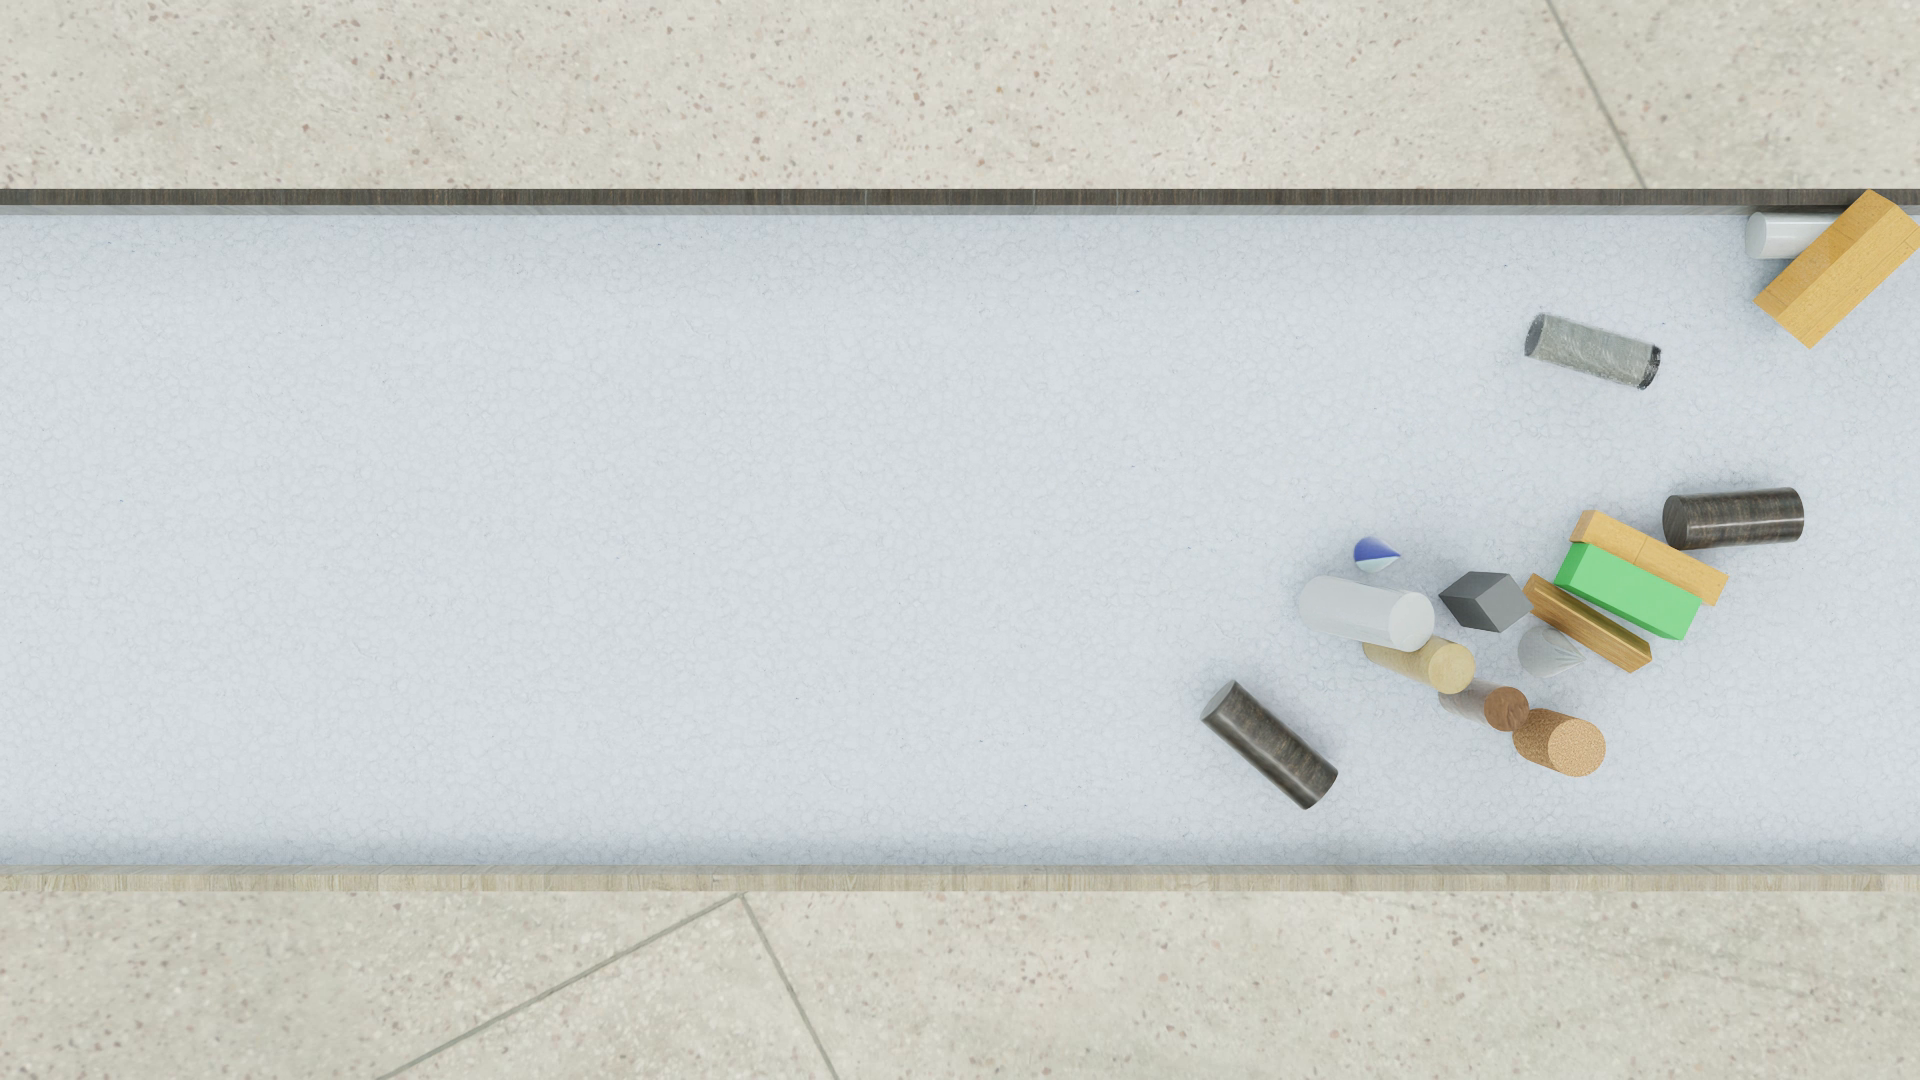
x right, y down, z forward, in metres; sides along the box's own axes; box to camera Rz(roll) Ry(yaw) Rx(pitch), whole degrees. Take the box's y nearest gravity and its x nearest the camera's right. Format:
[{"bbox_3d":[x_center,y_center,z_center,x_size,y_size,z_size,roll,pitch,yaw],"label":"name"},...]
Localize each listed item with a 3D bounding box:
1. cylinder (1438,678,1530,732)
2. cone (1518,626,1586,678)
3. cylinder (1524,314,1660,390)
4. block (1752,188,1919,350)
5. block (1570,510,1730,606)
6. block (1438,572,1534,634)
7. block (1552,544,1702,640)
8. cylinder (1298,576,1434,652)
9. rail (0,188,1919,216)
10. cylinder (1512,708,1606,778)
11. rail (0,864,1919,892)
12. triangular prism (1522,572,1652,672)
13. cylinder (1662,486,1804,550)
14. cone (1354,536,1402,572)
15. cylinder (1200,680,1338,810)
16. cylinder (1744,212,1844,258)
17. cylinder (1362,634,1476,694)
[{"bbox_3d":[1.535,0.475,4.854,0.128,0.444,0.128,0,90,0],"label":"cylinder"},{"bbox_3d":[1.797,0.344,4.900,0.161,0.352,0.161,0,90,0],"label":"cone"},{"bbox_3d":[1.918,-0.572,5.008,0.365,0.137,0.137,16,90,0],"label":"cylinder"},{"bbox_3d":[2.612,-0.803,4.901,0.159,0.159,0.439,34,113,-17],"label":"block"},{"bbox_3d":[2.097,0.055,5.025,0.448,0.104,0.104,26,90,0],"label":"block"},{"bbox_3d":[1.556,0.181,4.893,0.122,0.367,0.122,-37,90,0],"label":"block"},{"bbox_3d":[2.024,0.156,5.007,0.378,0.139,0.139,26,90,0],"label":"block"},{"bbox_3d":[1.194,0.213,4.861,0.172,0.396,0.172,-3,97,-27],"label":"cylinder"},{"bbox_3d":[-2.247,-1.025,5.002,12.000,0.150,0.050,0,90,0],"label":"rail"},{"bbox_3d":[1.784,0.602,4.924,0.168,0.306,0.168,0,90,0],"label":"cylinder"},{"bbox_3d":[-2.247,1.025,5.001,12.000,0.150,0.050,0,90,0],"label":"rail"},{"bbox_3d":[1.912,0.255,5.027,0.415,0.094,0.108,31,90,0],"label":"triangular prism"},{"bbox_3d":[2.338,-0.064,4.992,0.351,0.169,0.169,-4,90,0],"label":"cylinder"},{"bbox_3d":[1.266,0.044,4.894,0.113,0.363,0.113,0,90,0],"label":"cone"},{"bbox_3d":[0.934,0.620,4.995,0.414,0.161,0.161,41,90,0],"label":"cylinder"},{"bbox_3d":[2.619,-0.925,5.006,0.409,0.140,0.140,0,90,0],"label":"cylinder"},{"bbox_3d":[1.346,0.338,4.860,0.146,0.409,0.146,-2,98,-13],"label":"cylinder"}]
